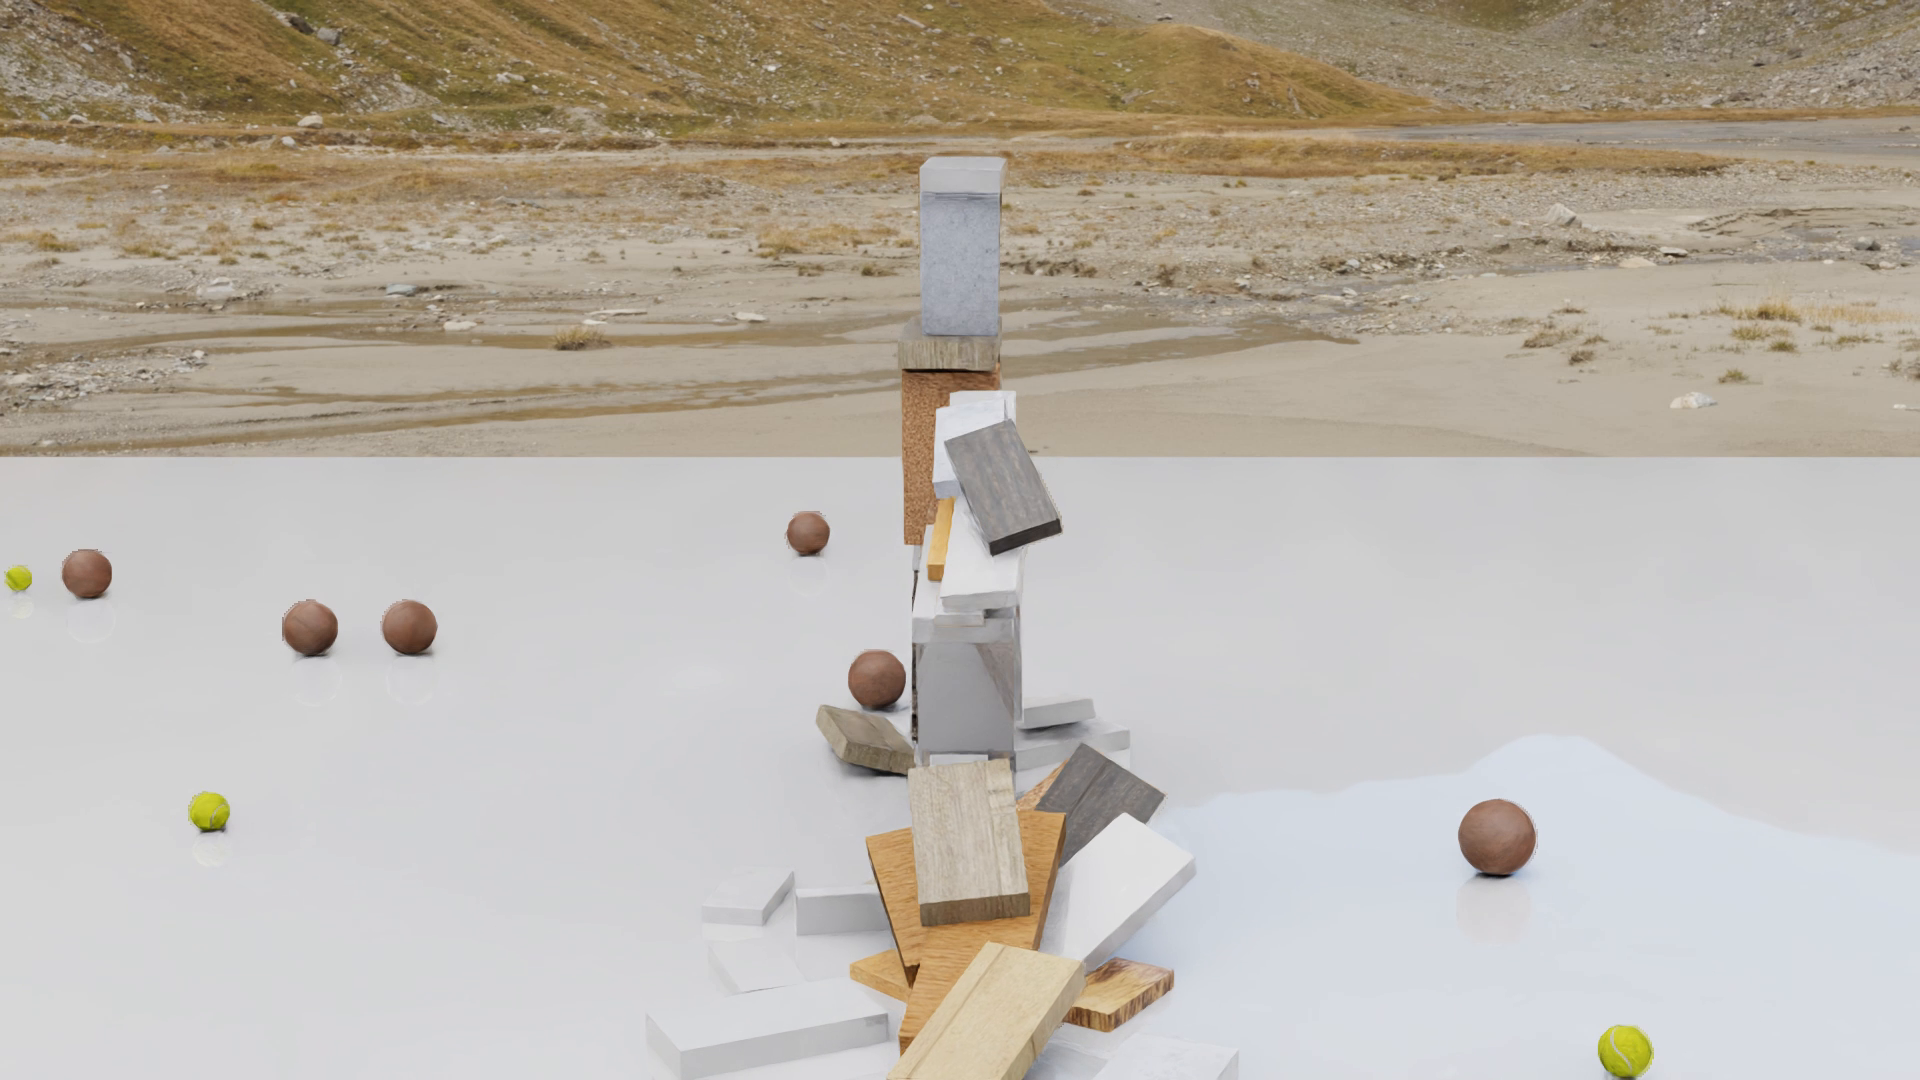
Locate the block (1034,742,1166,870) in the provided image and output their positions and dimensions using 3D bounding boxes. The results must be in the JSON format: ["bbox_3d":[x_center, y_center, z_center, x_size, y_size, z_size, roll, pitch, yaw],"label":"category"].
[{"bbox_3d":[0.172,0.484,3.447,0.158,0.045,0.317,32,60,12],"label":"block"}]

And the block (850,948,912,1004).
[{"bbox_3d":[-0.078,0.652,3.264,0.084,0.024,0.167,-12,16,-40],"label":"block"}]

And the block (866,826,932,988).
[{"bbox_3d":[-0.038,0.542,3.326,0.152,0.043,0.303,-12,33,-8],"label":"block"}]

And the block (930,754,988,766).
[{"bbox_3d":[-0.003,0.455,3.676,0.099,0.028,0.227,0,45,0],"label":"block"}]

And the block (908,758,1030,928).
[{"bbox_3d":[0.010,0.449,3.299,0.158,0.045,0.317,-6,32,-1],"label":"block"}]

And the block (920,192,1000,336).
[{"bbox_3d":[0.000,-0.490,3.905,0.138,0.276,0.039,1,38,1],"label":"block"}]

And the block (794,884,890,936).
[{"bbox_3d":[-0.185,0.585,3.481,0.149,0.075,0.021,-2,27,-11],"label":"block"}]

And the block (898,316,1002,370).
[{"bbox_3d":[-0.015,-0.368,4.078,0.175,0.049,0.349,1,13,3],"label":"block"}]

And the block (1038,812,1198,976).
[{"bbox_3d":[0.204,0.547,3.326,0.294,0.042,0.147,-38,46,-26],"label":"block"}]

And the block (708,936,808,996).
[{"bbox_3d":[-0.303,0.646,3.290,0.101,0.029,0.202,-4,11,-20],"label":"block"}]

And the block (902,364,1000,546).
[{"bbox_3d":[-0.016,-0.155,4.050,0.175,0.349,0.049,1,27,3],"label":"block"}]

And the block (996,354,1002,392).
[{"bbox_3d":[-0.007,-0.207,4.273,0.175,0.349,0.049,0,28,1],"label":"block"}]

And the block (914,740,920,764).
[{"bbox_3d":[0.000,0.220,4.303,0.163,0.442,0.046,2,-21,-2],"label":"block"}]

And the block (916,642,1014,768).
[{"bbox_3d":[0.009,0.260,3.682,0.161,0.321,0.046,0,43,1],"label":"block"}]

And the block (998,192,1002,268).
[{"bbox_3d":[0.004,-0.537,4.090,0.138,0.276,0.039,4,39,2],"label":"block"}]

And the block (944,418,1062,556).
[{"bbox_3d":[0.067,-0.087,3.555,0.119,0.034,0.238,-19,49,-5],"label":"block"}]

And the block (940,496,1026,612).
[{"bbox_3d":[0.043,0.011,3.534,0.119,0.034,0.270,-5,38,11],"label":"block"}]

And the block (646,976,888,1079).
[{"bbox_3d":[-0.270,0.679,3.071,0.303,0.043,0.152,-5,12,-25],"label":"block"}]

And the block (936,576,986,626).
[{"bbox_3d":[0.014,0.051,3.541,0.075,0.021,0.241,0,38,9],"label":"block"}]

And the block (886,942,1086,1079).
[{"bbox_3d":[0.038,0.656,2.944,0.147,0.042,0.294,6,31,28],"label":"block"}]

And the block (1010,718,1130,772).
[{"bbox_3d":[0.188,0.414,4.505,0.294,0.042,0.147,-7,13,-35],"label":"block"}]

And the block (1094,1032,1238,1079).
[{"bbox_3d":[0.248,0.722,2.845,0.147,0.042,0.294,4,11,23],"label":"block"}]

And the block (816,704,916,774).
[{"bbox_3d":[-0.192,0.403,4.456,0.147,0.042,0.294,14,7,-16],"label":"block"}]

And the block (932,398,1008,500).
[{"bbox_3d":[0.019,-0.156,3.712,0.119,0.034,0.239,-8,34,7],"label":"block"}]

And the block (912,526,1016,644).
[{"bbox_3d":[0.013,0.070,3.646,0.161,0.046,0.321,0,28,3],"label":"block"}]

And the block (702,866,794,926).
[{"bbox_3d":[-0.347,0.584,3.620,0.101,0.029,0.202,2,11,10],"label":"block"}]

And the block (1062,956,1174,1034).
[{"bbox_3d":[0.222,0.662,3.206,0.099,0.028,0.199,7,12,32],"label":"block"}]

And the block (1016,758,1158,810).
[{"bbox_3d":[0.166,0.483,3.667,0.158,0.045,0.496,28,25,18],"label":"block"}]

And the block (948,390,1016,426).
[{"bbox_3d":[0.038,-0.180,3.823,0.118,0.034,0.237,-1,37,3],"label":"block"}]

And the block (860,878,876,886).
[{"bbox_3d":[-0.144,0.578,3.561,0.149,0.021,0.075,-21,16,-15],"label":"block"}]

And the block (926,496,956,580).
[{"bbox_3d":[0.019,-0.020,3.676,0.118,0.034,0.237,2,39,7],"label":"block"}]

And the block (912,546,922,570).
[{"bbox_3d":[-0.002,-0.001,4.272,0.163,0.046,0.327,1,13,1],"label":"block"}]

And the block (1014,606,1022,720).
[{"bbox_3d":[0.026,0.178,3.838,0.161,0.321,0.046,0,37,3],"label":"block"}]

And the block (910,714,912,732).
[{"bbox_3d":[-0.039,0.356,4.565,0.110,0.031,0.220,-1,-18,-8],"label":"block"}]

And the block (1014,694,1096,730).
[{"bbox_3d":[0.178,0.357,4.586,0.147,0.042,0.294,-8,-1,-9],"label":"block"}]

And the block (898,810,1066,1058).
[{"bbox_3d":[0.040,0.565,3.194,0.152,0.043,0.494,3,33,12],"label":"block"}]

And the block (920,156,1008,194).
[{"bbox_3d":[0.009,-0.650,3.905,0.138,0.039,0.276,2,14,3],"label":"block"}]

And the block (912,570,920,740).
[{"bbox_3d":[-0.008,0.212,4.135,0.163,0.327,0.046,0,-16,0],"label":"block"}]
